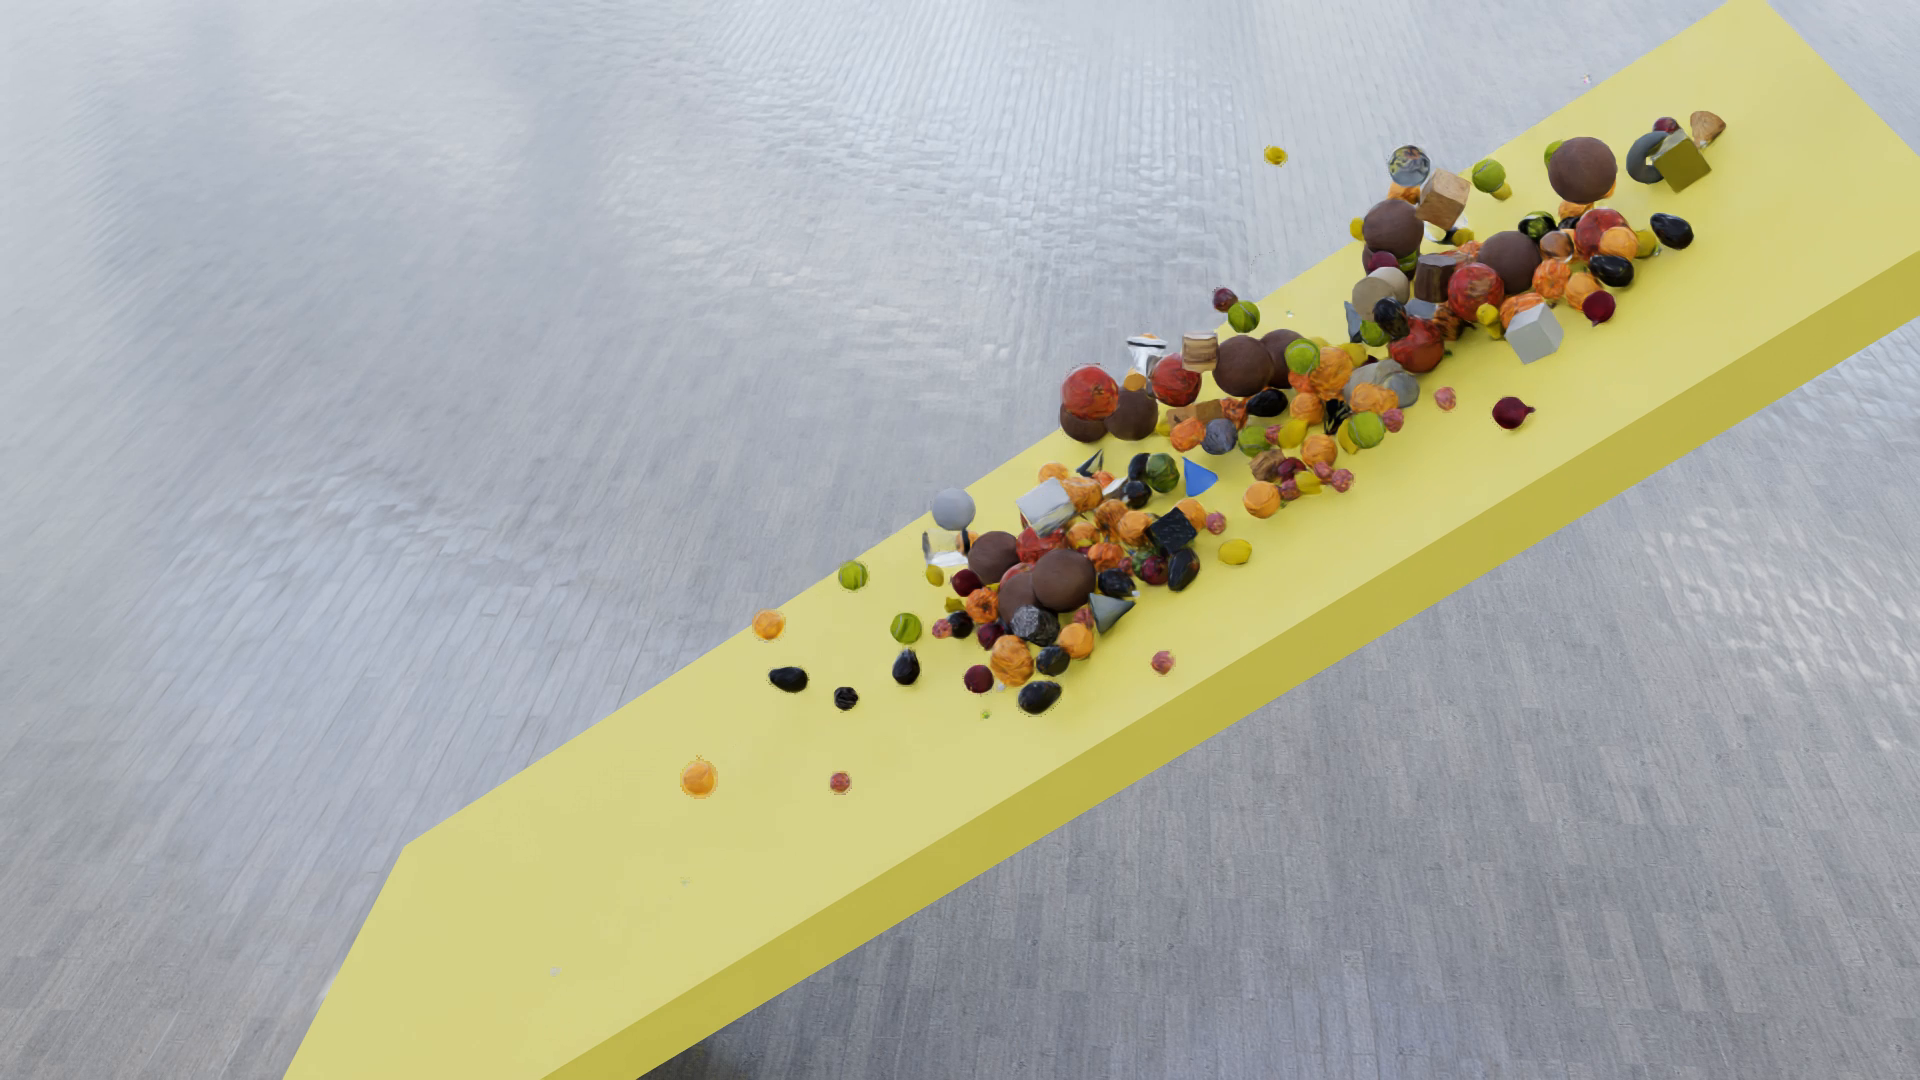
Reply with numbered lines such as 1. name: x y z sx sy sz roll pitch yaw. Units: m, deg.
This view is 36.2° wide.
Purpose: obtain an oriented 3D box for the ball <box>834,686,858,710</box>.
1. ball: -0.248 0.342 6.357 0.052 0.052 0.052 0 21 0

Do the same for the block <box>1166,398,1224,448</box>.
1. block: 0.500 -0.246 6.212 0.082 0.082 0.082 -15 4 -43

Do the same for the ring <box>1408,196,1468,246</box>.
1. ring: 1.050 -0.704 6.463 0.147 0.049 0.147 16 41 -15

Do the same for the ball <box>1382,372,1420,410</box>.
1. ball: 0.863 -0.294 5.764 0.075 0.075 0.075 0 21 0

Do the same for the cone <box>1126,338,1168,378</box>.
1. cone: 0.415 -0.399 6.598 0.096 0.096 0.096 5 13 -1

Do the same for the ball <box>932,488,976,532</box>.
1. ball: -0.014 -0.066 6.415 0.096 0.096 0.096 0 21 0

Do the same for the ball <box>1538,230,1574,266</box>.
1. ball: 1.175 -0.575 5.790 0.070 0.070 0.070 0 21 0

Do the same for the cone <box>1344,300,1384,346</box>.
1. cone: 0.842 -0.477 6.260 0.088 0.088 0.088 -19 67 -39

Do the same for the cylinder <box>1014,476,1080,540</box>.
1. cylinder: 0.172 -0.063 5.803 0.092 0.092 0.092 -33 25 -1

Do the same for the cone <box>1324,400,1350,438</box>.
1. cone: 0.749 -0.229 5.903 0.076 0.076 0.076 18 41 -16

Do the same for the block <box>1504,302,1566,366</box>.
1. block: 1.087 -0.390 5.563 0.074 0.074 0.074 -25 19 35

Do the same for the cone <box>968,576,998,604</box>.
1. cone: 0.056 0.102 6.438 0.065 0.065 0.065 -13 22 -3

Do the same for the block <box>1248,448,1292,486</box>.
1. block: 0.615 -0.145 5.837 0.051 0.051 0.051 -13 70 -31

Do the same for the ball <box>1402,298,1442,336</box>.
1. ball: 0.951 -0.462 6.061 0.080 0.080 0.080 0 21 0

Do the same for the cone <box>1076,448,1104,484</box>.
1. cone: 0.304 -0.173 6.573 0.072 0.072 0.072 25 9 -4

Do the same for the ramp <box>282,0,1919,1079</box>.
1. ramp: 0.136 0.174 6.306 4.000 0.100 2.000 -32 16 15

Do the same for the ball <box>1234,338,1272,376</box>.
1. ball: 0.653 -0.405 6.535 0.084 0.084 0.084 0 21 0

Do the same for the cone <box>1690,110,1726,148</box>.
1. cone: 1.504 -0.818 5.964 0.075 0.075 0.075 14 67 31

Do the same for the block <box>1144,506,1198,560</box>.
1. block: 0.414 -0.014 5.775 0.069 0.069 0.069 -36 -3 -10

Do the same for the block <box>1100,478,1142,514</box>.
1. block: 0.348 -0.095 6.344 0.054 0.054 0.054 -45 17 -28

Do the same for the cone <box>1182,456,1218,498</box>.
1. cone: 0.486 -0.144 6.138 0.077 0.077 0.077 -32 17 11

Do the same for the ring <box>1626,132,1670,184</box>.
1. ring: 1.401 -0.773 5.947 0.115 0.115 0.038 -6 38 -15

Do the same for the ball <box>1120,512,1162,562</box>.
1. ball: 0.374 -0.006 5.936 0.099 0.099 0.099 0 21 0

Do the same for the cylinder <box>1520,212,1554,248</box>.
1. cylinder: 1.157 -0.621 5.902 0.060 0.060 0.060 1 -10 3

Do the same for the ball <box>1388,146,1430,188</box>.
1. ball: 0.952 -0.792 6.231 0.090 0.090 0.090 0 21 0

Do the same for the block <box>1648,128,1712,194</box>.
1. block: 1.432 -0.756 5.859 0.084 0.084 0.084 -36 15 17

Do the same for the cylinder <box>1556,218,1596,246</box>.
1. cylinder: 1.243 -0.623 5.937 0.057 0.057 0.057 -6 8 -15

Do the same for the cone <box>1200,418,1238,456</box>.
1. cone: 0.551 -0.201 6.116 0.083 0.083 0.083 -5 23 -12

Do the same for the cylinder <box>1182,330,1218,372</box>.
1. cylinder: 0.493 -0.388 6.045 0.070 0.070 0.070 -1 18 0

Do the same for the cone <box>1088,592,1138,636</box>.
1. cone: 0.304 0.134 5.744 0.087 0.087 0.087 -15 22 -1

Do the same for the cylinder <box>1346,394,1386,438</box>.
1. cylinder: 0.798 -0.244 5.783 0.063 0.063 0.063 11 40 26

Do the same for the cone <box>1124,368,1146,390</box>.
1. cone: 0.384 -0.367 6.527 0.050 0.050 0.050 -3 45 -7

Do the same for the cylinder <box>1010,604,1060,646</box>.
1. cylinder: 0.150 0.171 5.876 0.070 0.070 0.070 21 -3 43

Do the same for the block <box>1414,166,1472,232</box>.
1. block: 0.994 -0.702 6.056 0.079 0.079 0.079 25 47 -3

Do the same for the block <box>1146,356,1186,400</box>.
1. block: 0.456 -0.358 6.513 0.084 0.084 0.084 1 -6 2

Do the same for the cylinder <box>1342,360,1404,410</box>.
1. cylinder: 0.825 -0.304 5.844 0.093 0.093 0.093 -17 1 -36

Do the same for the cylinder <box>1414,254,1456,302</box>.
1. cylinder: 0.938 -0.518 5.812 0.076 0.076 0.076 1 24 -1
